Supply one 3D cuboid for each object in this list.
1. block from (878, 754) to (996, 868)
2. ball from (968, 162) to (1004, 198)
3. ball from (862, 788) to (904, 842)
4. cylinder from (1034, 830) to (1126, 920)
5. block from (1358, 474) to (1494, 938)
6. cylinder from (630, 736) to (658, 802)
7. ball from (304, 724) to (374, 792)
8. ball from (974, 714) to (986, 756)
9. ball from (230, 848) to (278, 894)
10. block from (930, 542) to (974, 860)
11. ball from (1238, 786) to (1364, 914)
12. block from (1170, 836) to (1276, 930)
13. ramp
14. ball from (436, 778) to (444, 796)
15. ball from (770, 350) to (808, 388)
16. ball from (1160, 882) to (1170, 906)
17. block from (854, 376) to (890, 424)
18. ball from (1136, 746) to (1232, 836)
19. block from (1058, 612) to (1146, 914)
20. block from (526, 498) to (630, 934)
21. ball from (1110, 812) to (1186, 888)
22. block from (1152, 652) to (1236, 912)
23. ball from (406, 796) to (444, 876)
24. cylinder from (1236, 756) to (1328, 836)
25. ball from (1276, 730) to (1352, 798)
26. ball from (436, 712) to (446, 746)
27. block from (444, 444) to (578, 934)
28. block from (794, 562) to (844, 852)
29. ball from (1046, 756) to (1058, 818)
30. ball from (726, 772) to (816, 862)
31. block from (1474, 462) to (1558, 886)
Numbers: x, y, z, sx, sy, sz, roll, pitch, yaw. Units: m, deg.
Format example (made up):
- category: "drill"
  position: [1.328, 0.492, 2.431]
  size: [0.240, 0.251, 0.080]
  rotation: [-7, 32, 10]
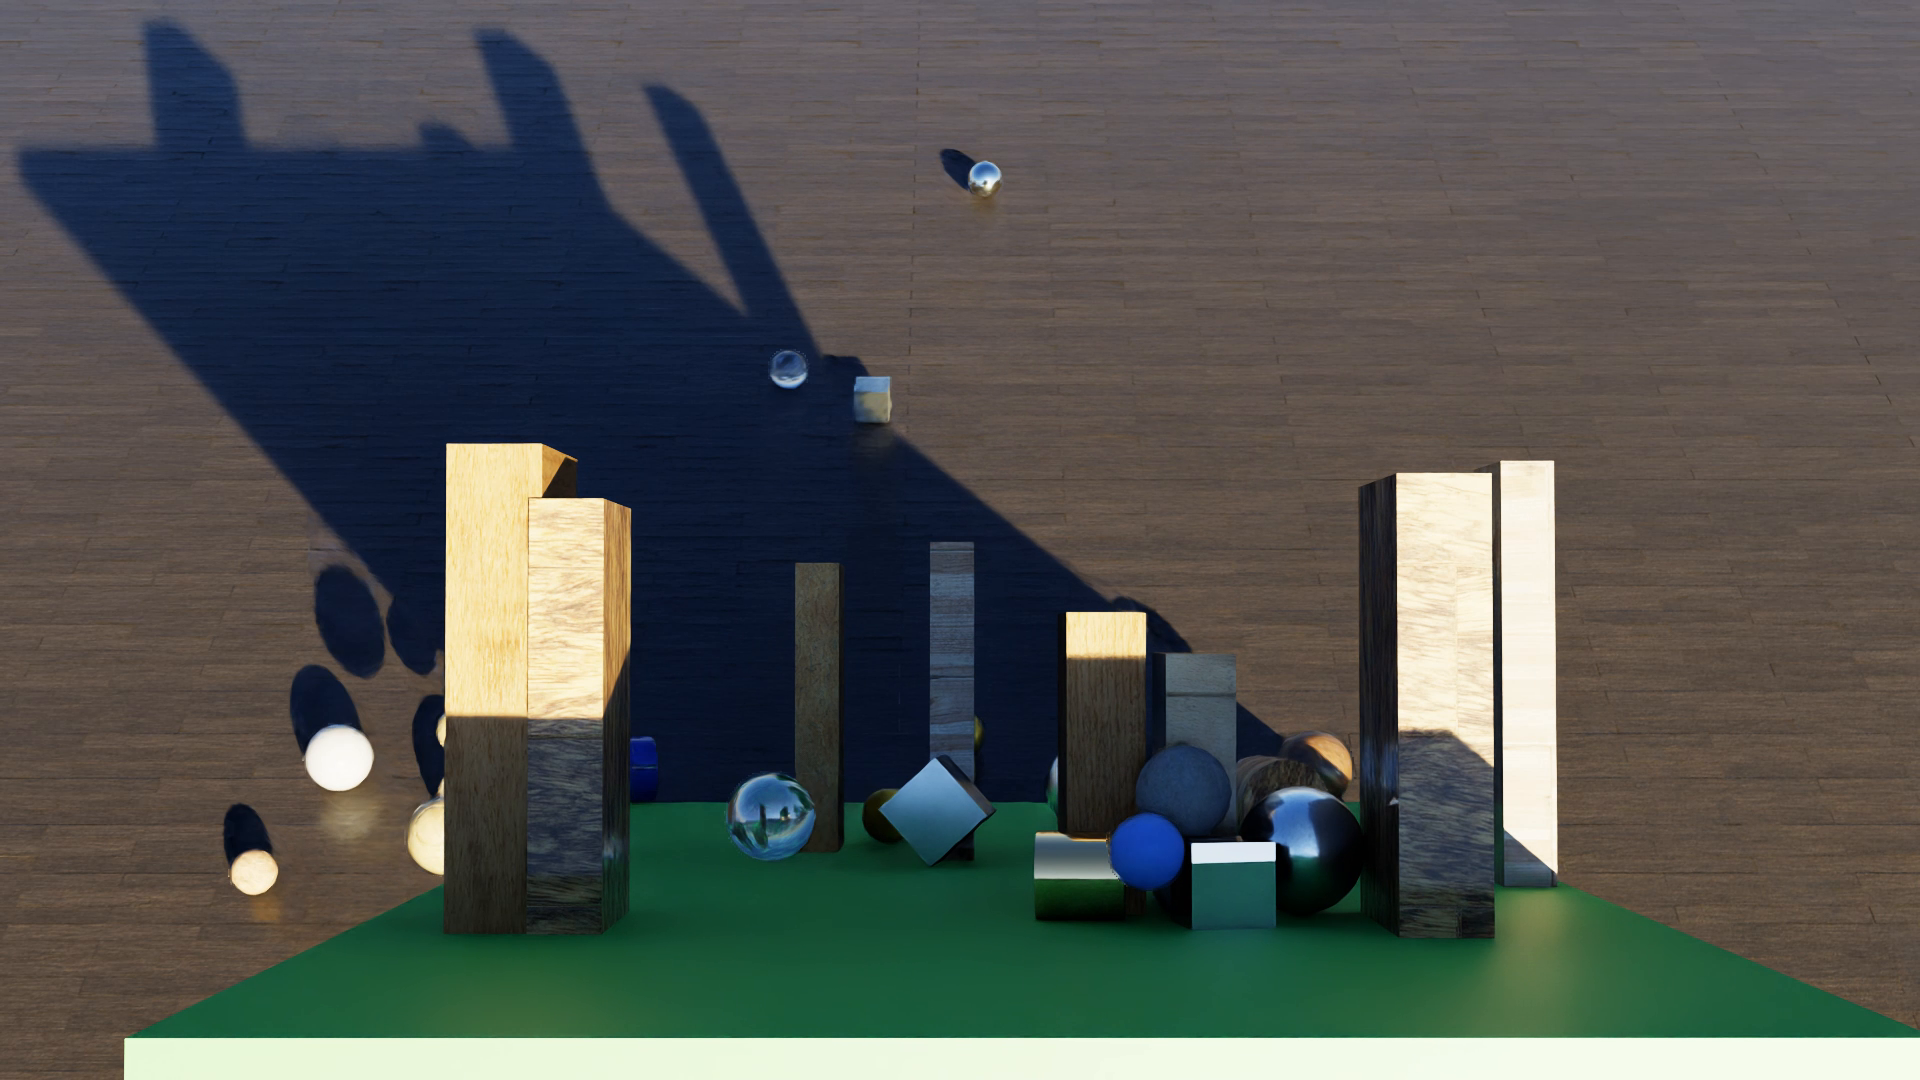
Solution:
- category: "block"
  position: [-0.041, 0.522, 5.028]
  size: [0.148, 0.148, 0.148]
  rotation: [-43, 83, 5]
- category: "ball"
  position: [0.094, -1.351, 9.733]
  size: [0.134, 0.134, 0.134]
  rotation: [0, 36, 0]
- category: "ball"
  position: [-0.151, 0.586, 5.537]
  size: [0.117, 0.117, 0.117]
  rotation: [0, 36, 0]
- category: "cylinder"
  position: [0.188, 0.523, 4.059]
  size: [0.138, 0.138, 0.138]
  rotation: [0, 36, 5]
- category: "block"
  position: [0.714, 0.249, 4.004]
  size: [0.139, 0.682, 0.371]
  rotation: [0, -2, 0]
- category: "cylinder"
  position: [-0.896, 0.605, 6.832]
  size: [0.170, 0.170, 0.170]
  rotation: [0, 34, -20]
- category: "ball"
  position: [-1.671, 0.586, 6.994]
  size: [0.180, 0.180, 0.180]
  rotation: [0, 36, 0]
- category: "ball"
  position: [0.003, 0.533, 7.106]
  size: [0.135, 0.135, 0.135]
  rotation: [0, 36, 0]
- category: "ball"
  position: [-1.813, 0.852, 6.677]
  size: [0.117, 0.117, 0.117]
  rotation: [0, 36, 0]
- category: "block"
  position: [-0.016, 0.321, 5.239]
  size: [0.087, 0.626, 0.253]
  rotation: [0, -2, 0]
- category: "ball"
  position: [0.542, 0.494, 4.139]
  size: [0.203, 0.203, 0.203]
  rotation: [0, 36, 0]
- category: "block"
  position: [0.402, 0.524, 3.984]
  size: [0.130, 0.130, 0.130]
  rotation: [0, -2, -9]
- category: "ramp"
  position: [0.079, 0.671, 4.864]
  size: [2.000, 0.100, 4.000]
  rotation: [0, -2, 0]
- category: "ball"
  position: [-1.281, 0.684, 6.844]
  size: [0.195, 0.195, 0.195]
  rotation: [0, 36, 0]
- category: "ball"
  position: [-0.570, -0.566, 8.645]
  size: [0.127, 0.127, 0.127]
  rotation: [0, 36, 0]
- category: "ball"
  position: [0.369, 0.538, 4.101]
  size: [0.111, 0.111, 0.111]
  rotation: [0, 36, 0]
- category: "block"
  position: [-0.287, -0.459, 8.498]
  size: [0.112, 0.112, 0.112]
  rotation: [2, 29, 2]
- category: "ball"
  position: [0.351, 0.397, 4.083]
  size: [0.150, 0.150, 0.150]
  rotation: [0, 36, 0]
- category: "block"
  position: [0.233, 0.362, 4.328]
  size: [0.126, 0.480, 0.386]
  rotation: [0, -2, 0]
- category: "block"
  position: [-0.587, 0.267, 4.026]
  size: [0.111, 0.647, 0.320]
  rotation: [0, -2, 0]
- category: "ball"
  position: [0.284, 0.472, 3.949]
  size: [0.115, 0.115, 0.115]
  rotation: [0, 36, 0]
- category: "block"
  position: [0.386, 0.394, 4.306]
  size: [0.113, 0.413, 0.290]
  rotation: [0, -2, 0]
- category: "ball"
  position: [-1.196, 0.688, 6.057]
  size: [0.185, 0.185, 0.185]
  rotation: [0, 36, 0]
- category: "cylinder"
  position: [0.652, 0.548, 5.430]
  size: [0.186, 0.186, 0.186]
  rotation: [-9, 0, -12]
- category: "ball"
  position: [0.903, 0.585, 6.644]
  size: [0.200, 0.200, 0.200]
  rotation: [0, 36, 0]
- category: "ball"
  position: [-1.310, 0.498, 6.812]
  size: [0.124, 0.124, 0.124]
  rotation: [0, 36, 0]
- category: "block"
  position: [-0.697, 0.227, 4.055]
  size: [0.142, 0.730, 0.357]
  rotation: [0, -2, 0]
- category: "block"
  position: [-0.293, 0.347, 5.446]
  size: [0.089, 0.590, 0.260]
  rotation: [0, -2, 0]
- category: "ball"
  position: [0.293, 0.554, 5.840]
  size: [0.204, 0.204, 0.204]
  rotation: [0, 36, 0]
- category: "ball"
  position: [-0.371, 0.543, 5.093]
  size: [0.173, 0.173, 0.173]
  rotation: [0, 36, 0]
- category: "block"
  position: [1.004, 0.240, 4.710]
  size: [0.093, 0.751, 0.247]
  rotation: [0, -2, 0]
